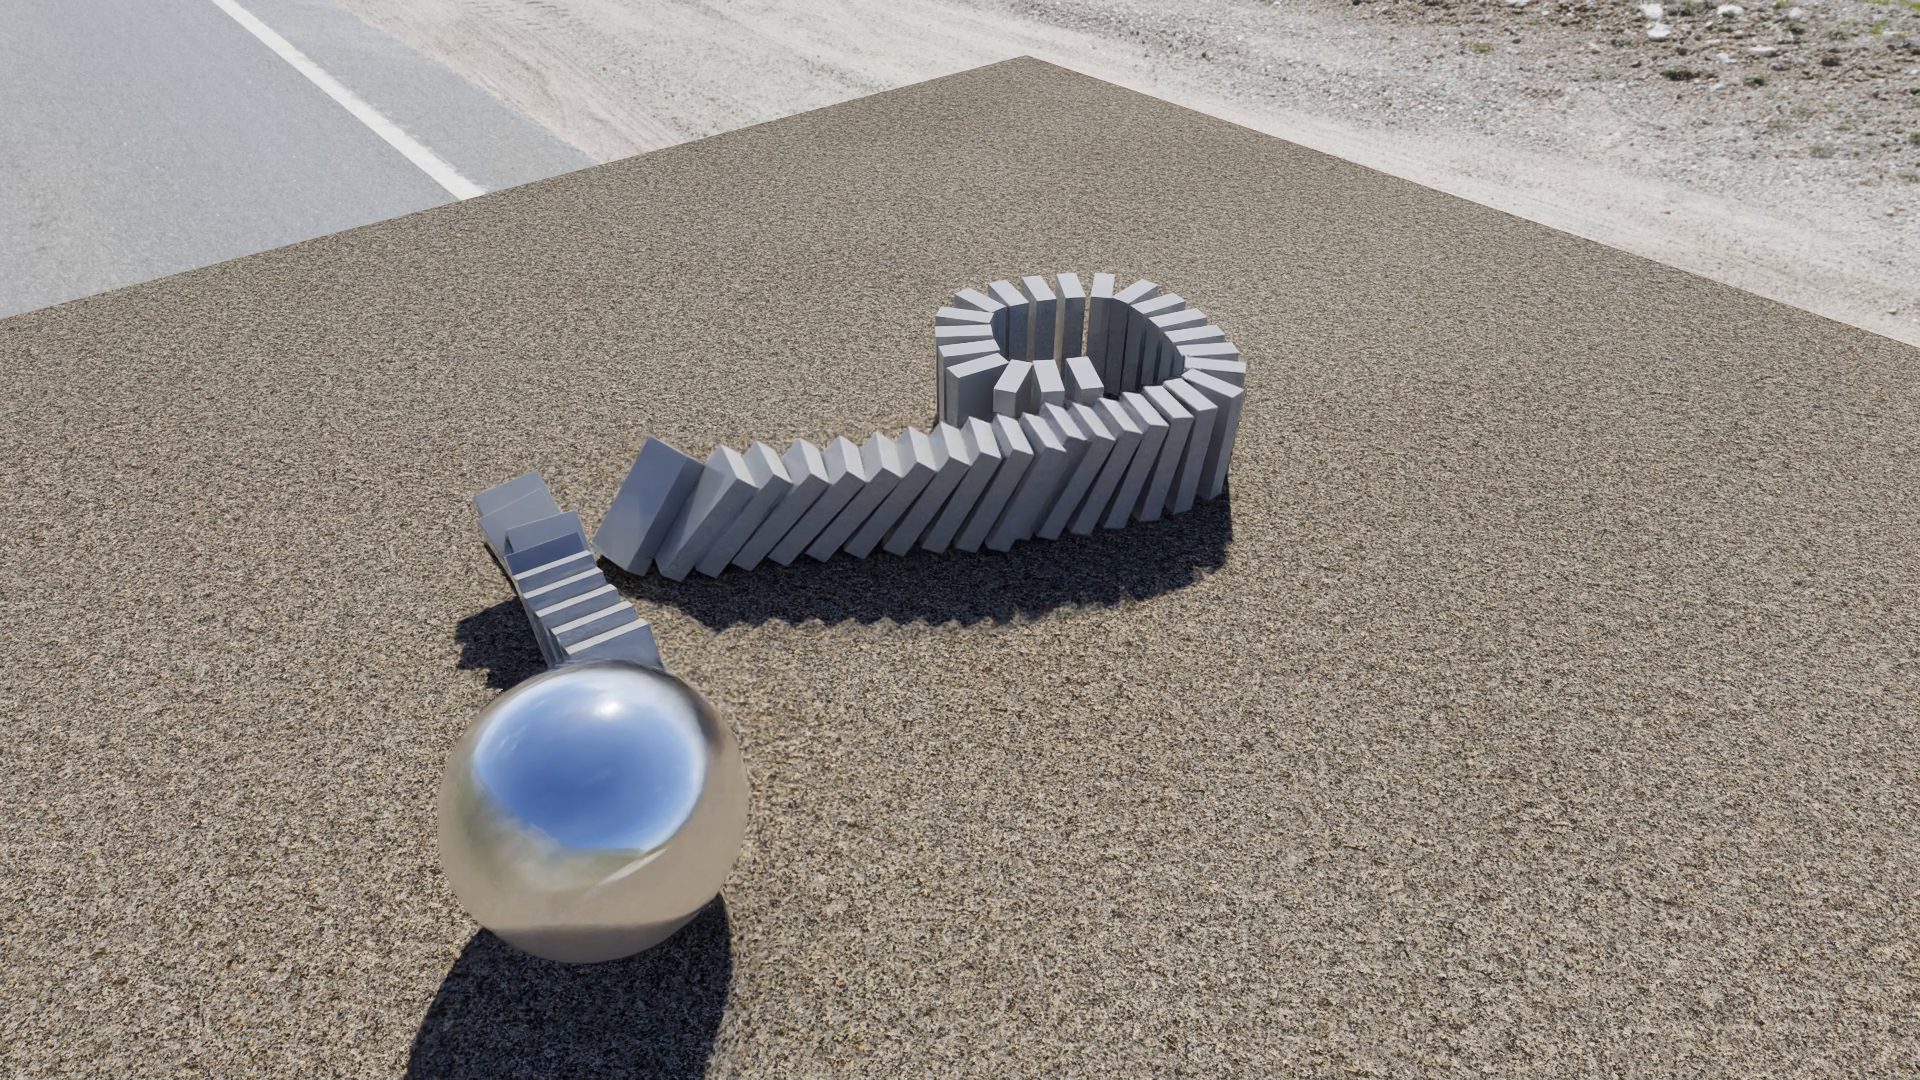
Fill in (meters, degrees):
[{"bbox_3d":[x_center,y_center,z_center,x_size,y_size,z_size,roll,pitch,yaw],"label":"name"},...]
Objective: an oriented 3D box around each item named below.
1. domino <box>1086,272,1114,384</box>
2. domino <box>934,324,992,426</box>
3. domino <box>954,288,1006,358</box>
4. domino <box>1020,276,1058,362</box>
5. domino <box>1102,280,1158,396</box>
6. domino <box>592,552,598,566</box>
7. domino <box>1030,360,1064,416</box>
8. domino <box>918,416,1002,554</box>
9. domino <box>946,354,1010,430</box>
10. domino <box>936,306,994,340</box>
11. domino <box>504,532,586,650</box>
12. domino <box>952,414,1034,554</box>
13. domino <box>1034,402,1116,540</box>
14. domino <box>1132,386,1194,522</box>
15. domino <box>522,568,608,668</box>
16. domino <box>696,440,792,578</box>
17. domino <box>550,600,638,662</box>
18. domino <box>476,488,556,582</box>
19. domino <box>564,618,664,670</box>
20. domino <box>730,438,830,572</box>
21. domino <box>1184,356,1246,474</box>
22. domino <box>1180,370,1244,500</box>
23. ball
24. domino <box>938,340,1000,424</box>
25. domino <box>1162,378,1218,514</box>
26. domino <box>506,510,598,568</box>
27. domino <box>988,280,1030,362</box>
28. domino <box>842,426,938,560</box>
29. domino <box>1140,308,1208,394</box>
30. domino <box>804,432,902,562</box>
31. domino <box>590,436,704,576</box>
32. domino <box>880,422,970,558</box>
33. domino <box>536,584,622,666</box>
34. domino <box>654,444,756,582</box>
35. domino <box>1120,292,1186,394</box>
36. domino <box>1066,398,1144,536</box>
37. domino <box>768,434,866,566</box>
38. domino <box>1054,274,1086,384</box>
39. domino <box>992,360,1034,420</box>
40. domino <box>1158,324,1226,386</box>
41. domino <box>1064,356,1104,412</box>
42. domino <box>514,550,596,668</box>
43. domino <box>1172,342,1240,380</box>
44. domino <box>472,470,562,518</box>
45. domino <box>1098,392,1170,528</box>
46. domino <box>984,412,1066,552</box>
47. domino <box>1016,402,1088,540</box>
[{"bbox_3d":[0.067,-0.101,0.535,0.010,0.050,0.025,7,40,8],"label":"domino"},{"bbox_3d":[0.002,-0.073,0.500,0.025,0.050,0.009,-3,39,-3],"label":"domino"},{"bbox_3d":[0.009,-0.091,0.523,0.009,0.050,0.025,-30,48,-31],"label":"domino"},{"bbox_3d":[0.037,-0.099,0.532,0.010,0.050,0.025,-9,40,-11],"label":"domino"},{"bbox_3d":[0.082,-0.097,0.530,0.009,0.050,0.025,29,47,31],"label":"domino"},{"bbox_3d":[-0.168,0.001,0.442,0.025,0.009,0.050,-26,46,-28],"label":"domino"},{"bbox_3d":[0.037,-0.049,0.471,0.010,0.050,0.025,-4,39,-4],"label":"domino"},{"bbox_3d":[-0.002,-0.022,0.439,0.009,0.050,0.025,17,33,-24],"label":"domino"},{"bbox_3d":[0.008,-0.054,0.477,0.025,0.050,0.009,-20,43,-23],"label":"domino"},{"bbox_3d":[0.002,-0.082,0.512,0.025,0.050,0.009,10,40,12],"label":"domino"},{"bbox_3d":[-0.137,0.025,0.385,0.025,0.050,0.009,-22,7,-25],"label":"domino"},{"bbox_3d":[0.010,-0.022,0.440,0.010,0.050,0.025,14,33,-27],"label":"domino"},{"bbox_3d":[0.042,-0.027,0.446,0.009,0.050,0.025,12,32,-30],"label":"domino"},{"bbox_3d":[0.079,-0.035,0.454,0.009,0.050,0.025,-5,38,-23],"label":"domino"},{"bbox_3d":[-0.124,0.037,0.367,0.025,0.050,0.010,-22,17,-25],"label":"domino"},{"bbox_3d":[-0.088,-0.012,0.432,0.010,0.050,0.025,29,18,-42],"label":"domino"},{"bbox_3d":[-0.110,0.048,0.354,0.025,0.050,0.010,-22,17,-25],"label":"domino"},{"bbox_3d":[-0.154,0.009,0.408,0.025,0.010,0.050,-33,90,-28],"label":"domino"},{"bbox_3d":[-0.103,0.053,0.348,0.025,0.050,0.010,-22,17,-25],"label":"domino"},{"bbox_3d":[-0.073,-0.014,0.434,0.010,0.050,0.025,31,22,-37],"label":"domino"},{"bbox_3d":[0.107,-0.053,0.476,0.025,0.050,0.010,7,37,9],"label":"domino"},{"bbox_3d":[0.102,-0.044,0.465,0.025,0.050,0.010,30,44,32],"label":"domino"},{"bbox_3d":[-0.098,0.072,0.299,0.080,0.080,0.080,0,39,0],"label":"ball"},{"bbox_3d":[0.004,-0.063,0.489,0.025,0.050,0.009,-9,40,-11],"label":"domino"},{"bbox_3d":[0.090,-0.039,0.458,0.009,0.050,0.025,-13,41,-24],"label":"domino"},{"bbox_3d":[-0.143,0.017,0.398,0.025,0.010,0.050,-19,84,-25],"label":"domino"},{"bbox_3d":[0.022,-0.096,0.529,0.010,0.050,0.025,-15,42,-18],"label":"domino"},{"bbox_3d":[-0.030,-0.019,0.438,0.010,0.050,0.025,26,29,-29],"label":"domino"},{"bbox_3d":[0.098,-0.081,0.510,0.025,0.050,0.010,-15,42,-17],"label":"domino"},{"bbox_3d":[-0.044,-0.017,0.437,0.009,0.050,0.025,30,27,-31],"label":"domino"},{"bbox_3d":[-0.124,-0.014,0.435,0.025,0.009,0.050,28,89,32],"label":"domino"},{"bbox_3d":[-0.015,-0.020,0.438,0.010,0.050,0.025,22,31,-27],"label":"domino"},{"bbox_3d":[-0.117,0.043,0.360,0.025,0.050,0.010,-22,17,-25],"label":"domino"},{"bbox_3d":[-0.101,-0.010,0.430,0.010,0.050,0.025,29,18,-42],"label":"domino"},{"bbox_3d":[0.091,-0.089,0.521,0.025,0.050,0.009,-21,44,-23],"label":"domino"},{"bbox_3d":[0.054,-0.030,0.448,0.010,0.050,0.025,8,34,-28],"label":"domino"},{"bbox_3d":[-0.058,-0.015,0.436,0.009,0.050,0.025,31,25,-33],"label":"domino"},{"bbox_3d":[0.052,-0.101,0.535,0.009,0.050,0.025,-4,39,-5],"label":"domino"},{"bbox_3d":[0.022,-0.049,0.471,0.010,0.050,0.025,12,41,15],"label":"domino"},{"bbox_3d":[0.103,-0.071,0.499,0.025,0.050,0.010,-10,40,-12],"label":"domino"},{"bbox_3d":[0.052,-0.050,0.473,0.009,0.050,0.025,-6,40,-8],"label":"domino"},{"bbox_3d":[-0.130,0.032,0.374,0.025,0.050,0.009,-22,17,-25],"label":"domino"},{"bbox_3d":[0.106,-0.062,0.487,0.025,0.050,0.010,-5,38,-5],"label":"domino"},{"bbox_3d":[-0.161,0.001,0.417,0.025,0.009,0.050,-29,88,-28],"label":"domino"},{"bbox_3d":[0.067,-0.032,0.450,0.010,0.050,0.025,2,36,-25],"label":"domino"},{"bbox_3d":[0.022,-0.023,0.440,0.009,0.050,0.025,12,32,-30],"label":"domino"},{"bbox_3d":[0.031,-0.027,0.446,0.010,0.050,0.025,12,32,-30],"label":"domino"}]
